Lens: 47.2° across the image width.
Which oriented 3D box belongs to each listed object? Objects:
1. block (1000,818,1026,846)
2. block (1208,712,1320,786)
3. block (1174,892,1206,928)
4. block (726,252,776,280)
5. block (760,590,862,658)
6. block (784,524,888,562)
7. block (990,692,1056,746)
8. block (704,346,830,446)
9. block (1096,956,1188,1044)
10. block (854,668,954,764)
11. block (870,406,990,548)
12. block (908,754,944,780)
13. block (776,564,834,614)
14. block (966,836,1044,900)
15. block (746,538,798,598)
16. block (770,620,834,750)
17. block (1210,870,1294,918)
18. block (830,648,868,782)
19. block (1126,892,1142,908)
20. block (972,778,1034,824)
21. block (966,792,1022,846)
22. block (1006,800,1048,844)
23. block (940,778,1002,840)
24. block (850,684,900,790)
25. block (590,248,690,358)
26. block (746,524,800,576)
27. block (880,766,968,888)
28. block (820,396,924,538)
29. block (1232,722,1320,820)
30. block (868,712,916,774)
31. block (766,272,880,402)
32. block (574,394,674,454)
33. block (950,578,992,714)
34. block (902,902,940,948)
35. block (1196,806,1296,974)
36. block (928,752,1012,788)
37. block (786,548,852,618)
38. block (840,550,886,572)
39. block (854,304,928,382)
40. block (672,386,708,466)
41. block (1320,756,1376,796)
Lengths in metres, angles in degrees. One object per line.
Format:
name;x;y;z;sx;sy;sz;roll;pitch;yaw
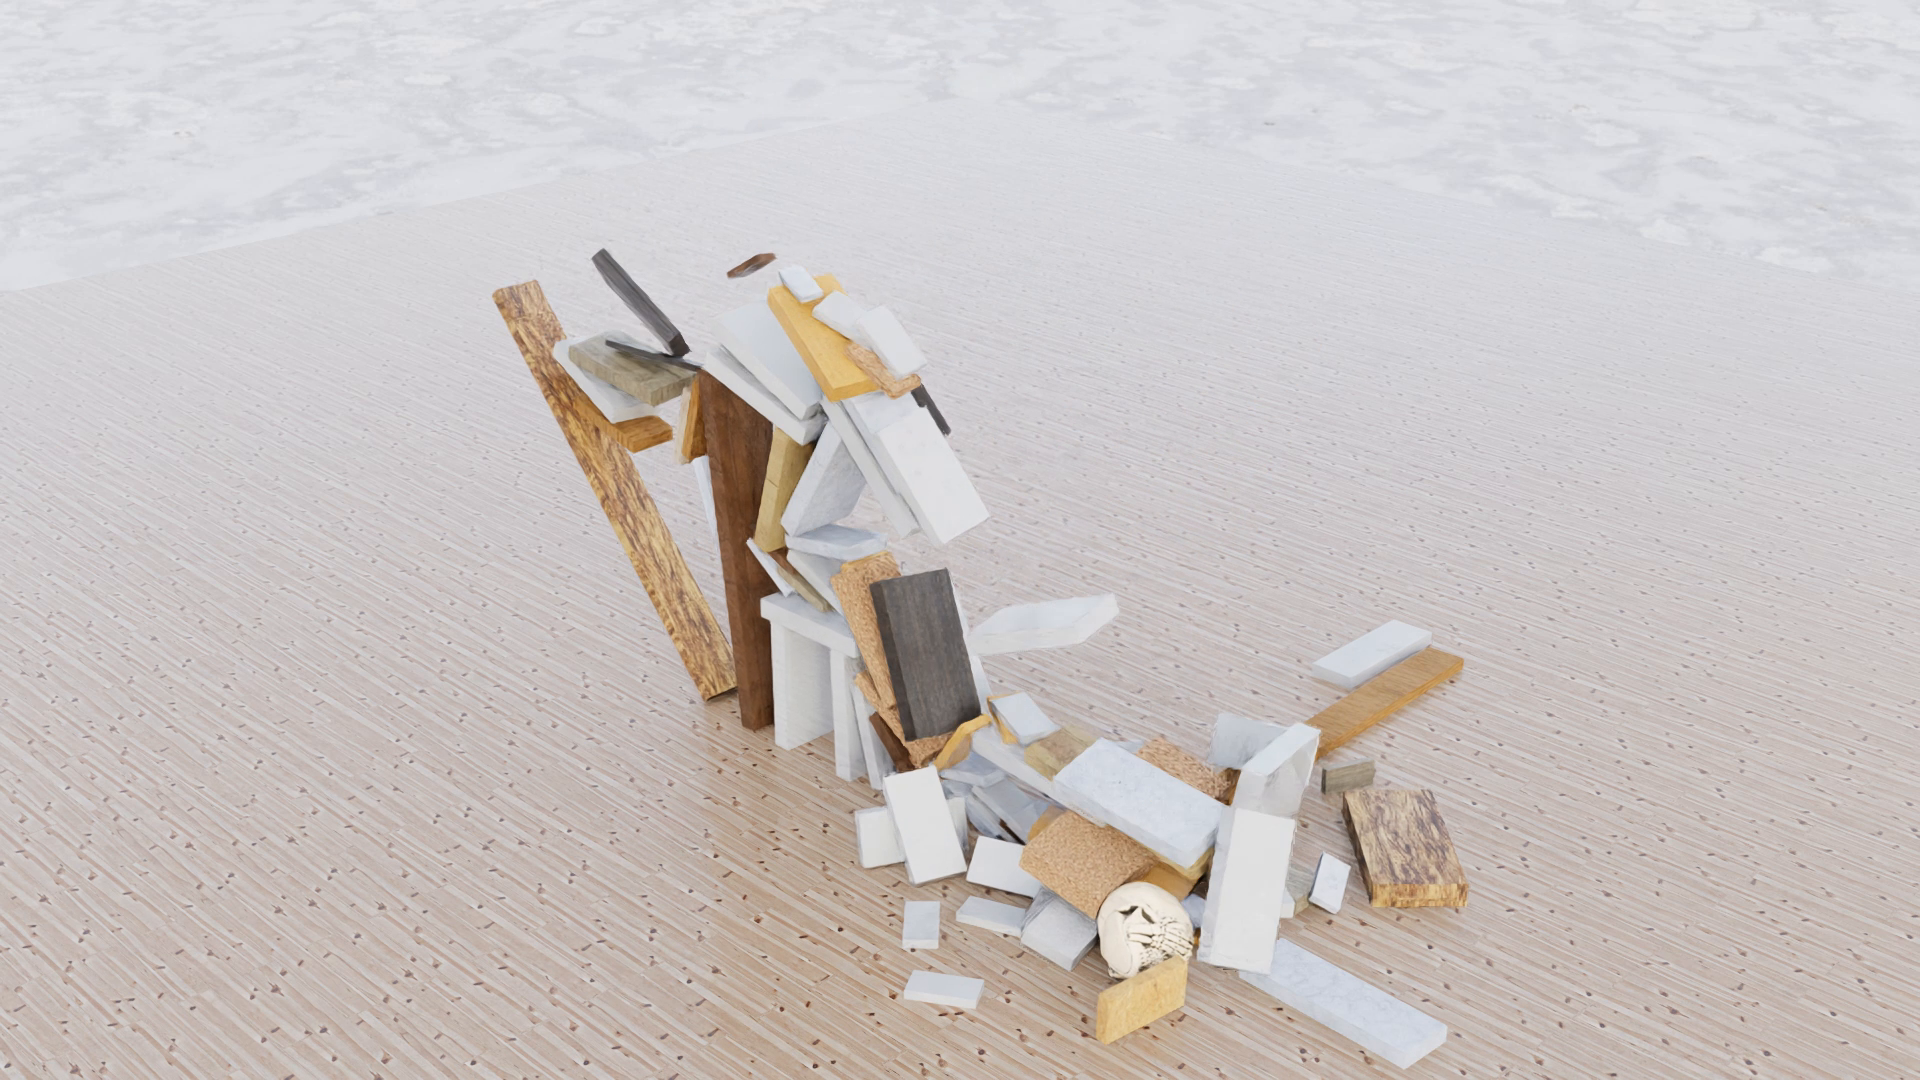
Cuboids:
block;0.153;0.581;4.310;0.072;0.021;0.145;-21;48;-41
block;0.624;0.429;4.527;0.211;0.105;0.030;13;3;4
block;0.459;0.693;4.028;0.117;0.017;0.059;27;33;26
block;-0.412;-0.542;4.347;0.097;0.014;0.049;-23;-6;42
block;-0.264;0.161;4.577;0.146;0.041;0.292;-21;31;-41
block;-0.257;0.002;4.540;0.103;0.029;0.206;-19;21;-39
block;0.123;0.346;4.260;0.073;0.021;0.146;-13;30;-19
block;-0.370;-0.311;4.505;0.295;0.042;0.148;38;41;25
block;0.313;0.790;3.780;0.184;0.092;0.026;-17;32;-35
block;-0.103;0.343;4.467;0.113;0.032;0.226;-22;64;-41
block;-0.056;-0.120;4.193;0.122;0.245;0.035;-30;-1;-30
block;-0.026;0.487;4.457;0.082;0.023;0.165;-22;70;-41
block;-0.306;0.091;4.603;0.076;0.022;0.152;-21;49;-40
block;0.109;0.626;4.177;0.180;0.090;0.025;10;-17;23
block;-0.379;0.047;4.661;0.076;0.022;0.152;-21;66;-40
block;-0.331;0.289;4.704;0.146;0.292;0.041;-21;31;-41
block;0.538;0.637;4.109;0.109;0.031;0.219;2;20;-11
block;-0.196;0.341;4.580;0.041;0.292;0.146;19;29;41
block;0.266;0.630;4.179;0.180;0.025;0.090;37;39;30
block;0.098;0.519;4.339;0.072;0.021;0.145;-20;48;-40
block;0.087;0.546;4.368;0.072;0.021;0.145;-21;54;-41
block;0.185;0.587;4.251;0.180;0.026;0.090;43;42;23
block;0.042;0.530;4.403;0.082;0.023;0.165;-22;54;-41
block;-0.153;0.391;4.550;0.113;0.226;0.032;-22;16;-41
block;-0.698;-0.514;4.806;0.037;0.261;0.130;-41;-11;-7
block;-0.372;0.012;4.643;0.076;0.022;0.152;-22;52;-41
block;-0.070;0.551;4.235;0.107;0.214;0.030;-11;-19;-20
block;-0.127;-0.172;4.326;0.160;0.320;0.045;-25;-10;-38
block;0.603;0.484;4.265;0.050;0.178;0.355;19;17;21
block;-0.083;0.436;4.499;0.113;0.226;0.032;-22;-14;-41
block;-0.249;-0.394;4.258;0.140;0.040;0.280;-17;58;-26
block;-0.755;-0.273;4.931;0.110;0.031;0.221;-23;46;-39
block;-0.036;0.232;4.433;0.141;0.282;0.040;-19;-1;-37
block;-0.071;0.710;4.063;0.065;0.018;0.130;0;23;1
block;0.503;0.615;3.865;0.136;0.273;0.039;16;-9;-30
block;0.022;0.455;4.394;0.082;0.023;0.165;-22;20;-39
block;-0.257;0.076;4.561;0.103;0.029;0.206;-18;49;-38
block;-0.149;0.169;4.467;0.103;0.282;0.029;-18;-2;-41
block;-0.132;-0.375;4.181;0.071;0.020;0.142;-31;80;-33
block;-0.566;-0.255;4.755;0.093;0.185;0.026;-23;49;-41
block;0.801;0.486;4.540;0.116;0.058;0.016;-9;25;-21
